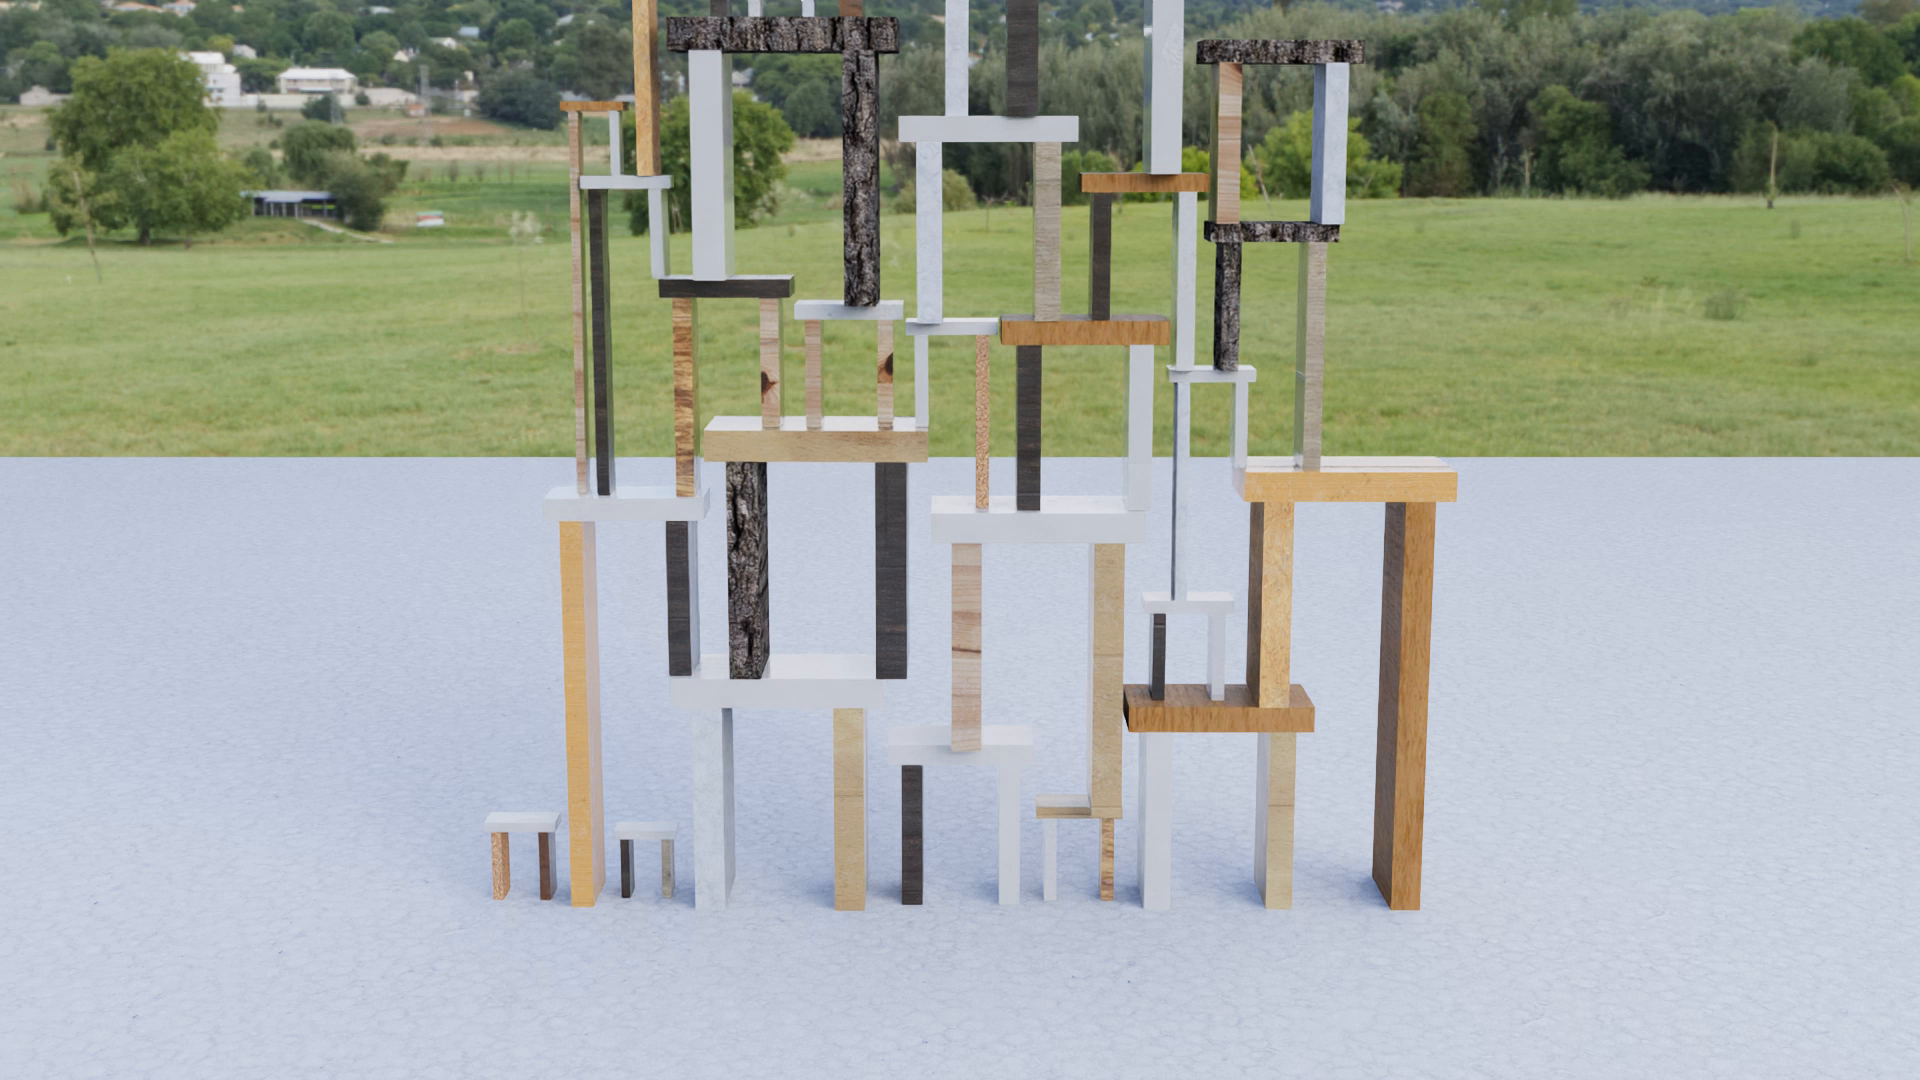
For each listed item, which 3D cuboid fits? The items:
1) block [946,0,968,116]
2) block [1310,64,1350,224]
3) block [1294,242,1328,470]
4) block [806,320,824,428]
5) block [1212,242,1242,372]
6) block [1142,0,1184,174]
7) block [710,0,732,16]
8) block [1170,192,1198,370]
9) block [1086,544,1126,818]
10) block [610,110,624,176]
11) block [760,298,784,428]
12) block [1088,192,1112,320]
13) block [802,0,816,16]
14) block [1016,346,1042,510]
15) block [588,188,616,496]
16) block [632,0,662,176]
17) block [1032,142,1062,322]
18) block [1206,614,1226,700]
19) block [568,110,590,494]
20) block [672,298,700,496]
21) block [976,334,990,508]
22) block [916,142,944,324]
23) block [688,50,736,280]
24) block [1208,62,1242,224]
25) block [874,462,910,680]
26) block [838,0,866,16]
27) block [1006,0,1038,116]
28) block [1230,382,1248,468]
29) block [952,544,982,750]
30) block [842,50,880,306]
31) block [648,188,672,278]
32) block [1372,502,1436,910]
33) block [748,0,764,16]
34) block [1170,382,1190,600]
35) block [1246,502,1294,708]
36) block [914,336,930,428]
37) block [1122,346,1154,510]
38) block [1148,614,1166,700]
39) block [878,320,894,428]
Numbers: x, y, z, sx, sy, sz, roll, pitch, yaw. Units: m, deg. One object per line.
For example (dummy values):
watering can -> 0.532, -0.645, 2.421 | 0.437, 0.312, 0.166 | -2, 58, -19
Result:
block -> -0.005, -0.856, 3.402 | 0.035, 0.393, 0.123 | 0, 11, 0
block -> 0.577, -0.619, 3.437 | 0.035, 0.244, 0.122 | 0, 11, 0
block -> 0.557, -0.296, 3.500 | 0.028, 0.356, 0.100 | 0, 11, 0
block -> -0.231, -0.270, 3.509 | 0.024, 0.170, 0.085 | 0, 11, 0
block -> 0.423, -0.373, 3.484 | 0.028, 0.200, 0.100 | 0, 12, 0
block -> 0.315, -0.781, 3.412 | 0.047, 0.417, 0.164 | 0, 11, 0
block -> -0.370, -0.892, 3.395 | 0.024, 0.172, 0.086 | -1, 11, 0
block -> 0.354, -0.412, 3.483 | 0.028, 0.278, 0.099 | 0, 11, 0
block -> 0.237, 0.211, 3.594 | 0.048, 0.450, 0.170 | 0, 11, 0
block -> -0.537, -0.622, 3.442 | 0.014, 0.099, 0.049 | 0, 11, -2
block -> -0.299, -0.288, 3.506 | 0.029, 0.204, 0.102 | 0, 11, 0
block -> 0.221, -0.451, 3.474 | 0.028, 0.198, 0.099 | 0, 11, 0
block -> -0.233, -0.868, 3.397 | 0.018, 0.124, 0.062 | 0, 11, 0
block -> 0.109, -0.187, 3.523 | 0.037, 0.263, 0.131 | 0, 11, 0
block -> -0.569, -0.315, 3.496 | 0.020, 0.484, 0.070 | 0, 11, -1
block -> -0.488, -0.775, 3.416 | 0.024, 0.410, 0.086 | 0, 11, 1
block -> 0.136, -0.488, 3.465 | 0.039, 0.275, 0.138 | 0, 11, 0
block -> 0.419, 0.183, 3.595 | 0.021, 0.145, 0.072 | 0, 11, 0
block -> -0.603, -0.374, 3.490 | 0.014, 0.602, 0.049 | 0, 10, -1
block -> -0.437, -0.233, 3.517 | 0.029, 0.315, 0.102 | 0, 11, -1
block -> 0.036, -0.194, 3.520 | 0.021, 0.276, 0.073 | 0, 11, 0
block -> -0.047, -0.487, 3.466 | 0.039, 0.278, 0.138 | 0, 11, 0
block -> -0.388, -0.588, 3.451 | 0.049, 0.348, 0.174 | 0, 11, -1
block -> 0.414, -0.620, 3.438 | 0.035, 0.244, 0.122 | 0, 11, 0
block -> -0.109, 0.034, 3.569 | 0.050, 0.351, 0.176 | 0, 11, 0
block -> -0.167, -0.928, 3.386 | 0.035, 0.246, 0.123 | 0, 11, 0
block -> 0.095, -0.823, 3.403 | 0.047, 0.329, 0.164 | 0, 11, 0
block -> 0.447, -0.189, 3.523 | 0.019, 0.137, 0.068 | 0, 11, 0
block -> 0.010, 0.156, 3.584 | 0.048, 0.339, 0.170 | 0, 11, 0
block -> -0.154, -0.568, 3.456 | 0.049, 0.387, 0.174 | 0, 11, 0
block -> -0.474, -0.485, 3.471 | 0.020, 0.140, 0.070 | -1, 11, 1
block -> 0.727, 0.257, 3.611 | 0.047, 0.676, 0.167 | 0, 11, 0
block -> -0.316, -0.868, 3.396 | 0.018, 0.124, 0.062 | 0, 11, 0
block -> 0.355, -0.082, 3.544 | 0.019, 0.354, 0.068 | 0, 11, 0
block -> 0.504, 0.089, 3.579 | 0.047, 0.335, 0.167 | 0, 11, 0
block -> -0.061, -0.257, 3.508 | 0.021, 0.146, 0.073 | 0, 11, 0
block -> 0.284, -0.187, 3.522 | 0.037, 0.263, 0.131 | 0, 11, 0
block -> 0.322, 0.183, 3.595 | 0.021, 0.145, 0.072 | 0, 11, 0
block -> -0.118, -0.270, 3.510 | 0.024, 0.170, 0.085 | 0, 11, 0
